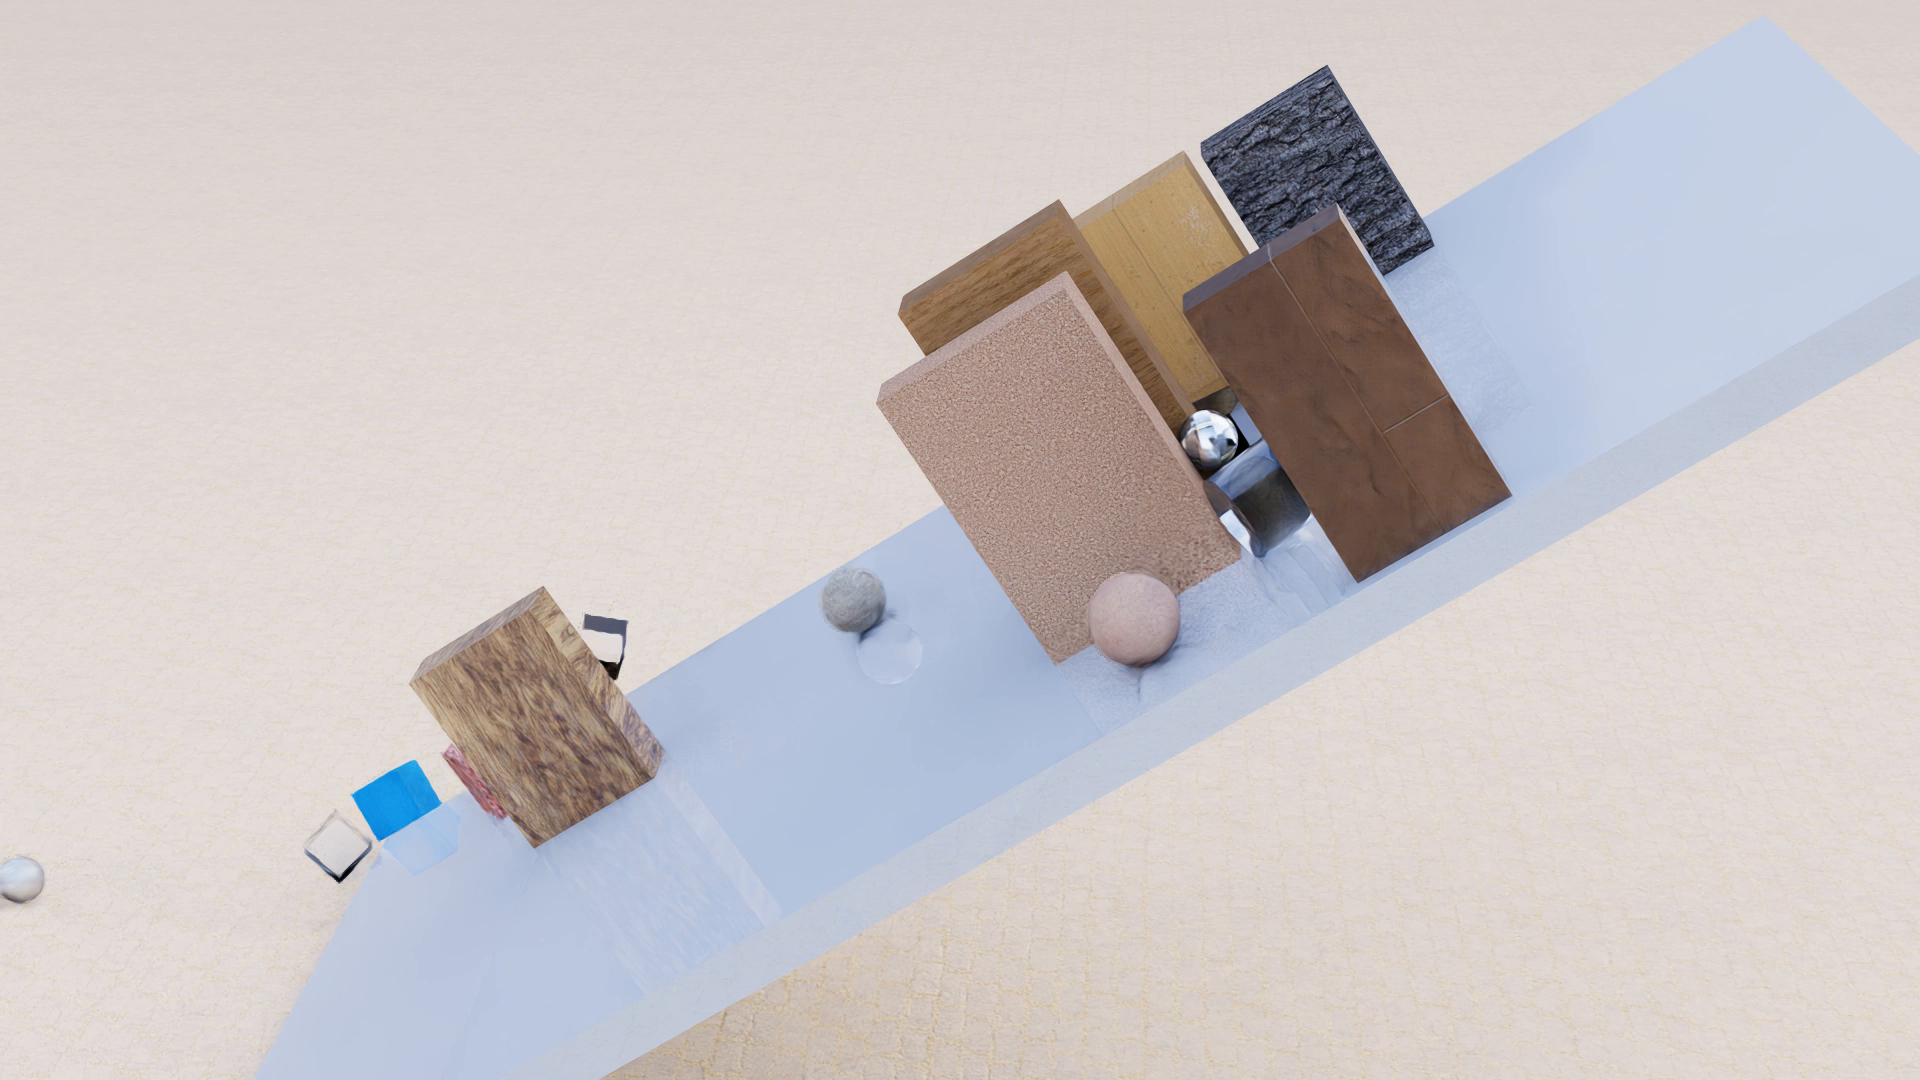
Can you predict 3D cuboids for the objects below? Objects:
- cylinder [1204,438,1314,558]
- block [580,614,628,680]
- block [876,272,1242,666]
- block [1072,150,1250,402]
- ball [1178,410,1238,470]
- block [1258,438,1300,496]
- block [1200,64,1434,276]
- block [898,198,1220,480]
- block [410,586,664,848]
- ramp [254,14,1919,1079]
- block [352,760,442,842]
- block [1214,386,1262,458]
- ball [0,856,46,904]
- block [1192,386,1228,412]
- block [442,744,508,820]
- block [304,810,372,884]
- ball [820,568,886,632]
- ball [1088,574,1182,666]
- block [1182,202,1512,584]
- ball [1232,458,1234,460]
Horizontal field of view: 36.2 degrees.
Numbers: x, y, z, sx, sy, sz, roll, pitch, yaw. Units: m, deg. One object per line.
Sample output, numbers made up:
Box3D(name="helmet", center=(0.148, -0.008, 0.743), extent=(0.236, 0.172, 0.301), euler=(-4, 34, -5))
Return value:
Box3D(name="cylinder", center=(0.593, -0.094, 5.603), extent=(0.184, 0.184, 0.184), euler=(-37, 30, -9))
Box3D(name="block", center=(-0.920, 0.274, 7.542), extent=(0.110, 0.110, 0.110), euler=(9, 51, -11))
Box3D(name="block", center=(0.195, -0.134, 5.694), extent=(0.426, 0.635, 0.129), euler=(-31, 15, 14))
Box3D(name="block", center=(0.474, -0.546, 6.612), extent=(0.386, 0.513, 0.147), euler=(-31, 15, 14))
Box3D(name="ball", center=(0.486, -0.196, 5.764), extent=(0.119, 0.119, 0.119), euler=(0, 20, 0))
Box3D(name="block", center=(0.694, -0.178, 5.751), extent=(0.130, 0.130, 0.130), euler=(-40, 16, -18))
Box3D(name="block", center=(0.818, -0.794, 6.751), extent=(0.340, 0.461, 0.140), euler=(-31, 15, 14))
Box3D(name="block", center=(0.232, -0.273, 5.888), extent=(0.372, 0.716, 0.140), euler=(-31, 15, 14))
Box3D(name="block", center=(-0.970, 0.409, 6.769), extent=(0.346, 0.487, 0.149), euler=(-31, 15, 14))
Box3D(name="ramp", center=(0.140, 0.170, 6.295), extent=(4.000, 0.100, 2.000), euler=(-31, 15, 14))
Box3D(name="block", center=(-1.482, 0.686, 7.747), extent=(0.144, 0.144, 0.144), euler=(-31, -1, 13))
Box3D(name="block", center=(0.634, -0.238, 5.990), extent=(0.168, 0.168, 0.168), euler=(-25, 18, 32))
Box3D(name="ball", center=(-2.399, 0.868, 7.516), extent=(0.119, 0.119, 0.119), euler=(0, 20, 0))
Box3D(name="block", center=(0.511, -0.184, 6.089), extent=(0.166, 0.166, 0.166), euler=(-25, 18, 32))
Box3D(name="block", center=(-1.132, 0.550, 7.259), extent=(0.186, 0.186, 0.186), euler=(-39, 16, -17))
Box3D(name="block", center=(-1.609, 0.792, 7.609), extent=(0.122, 0.122, 0.122), euler=(-47, 13, -5))
Box3D(name="ball", center=(-0.244, 0.137, 6.725), extent=(0.150, 0.150, 0.150), euler=(0, 20, 0))
Box3D(name="ball", center=(0.324, 0.147, 5.451), extent=(0.172, 0.172, 0.172), euler=(0, 20, 0))
Box3D(name="block", center=(0.676, -0.254, 5.140), extent=(0.312, 0.585, 0.118), euler=(-31, 15, 14))
Box3D(name="ball", center=(0.568, -0.101, 5.772), extent=(0.134, 0.134, 0.134), euler=(0, 20, 0))
